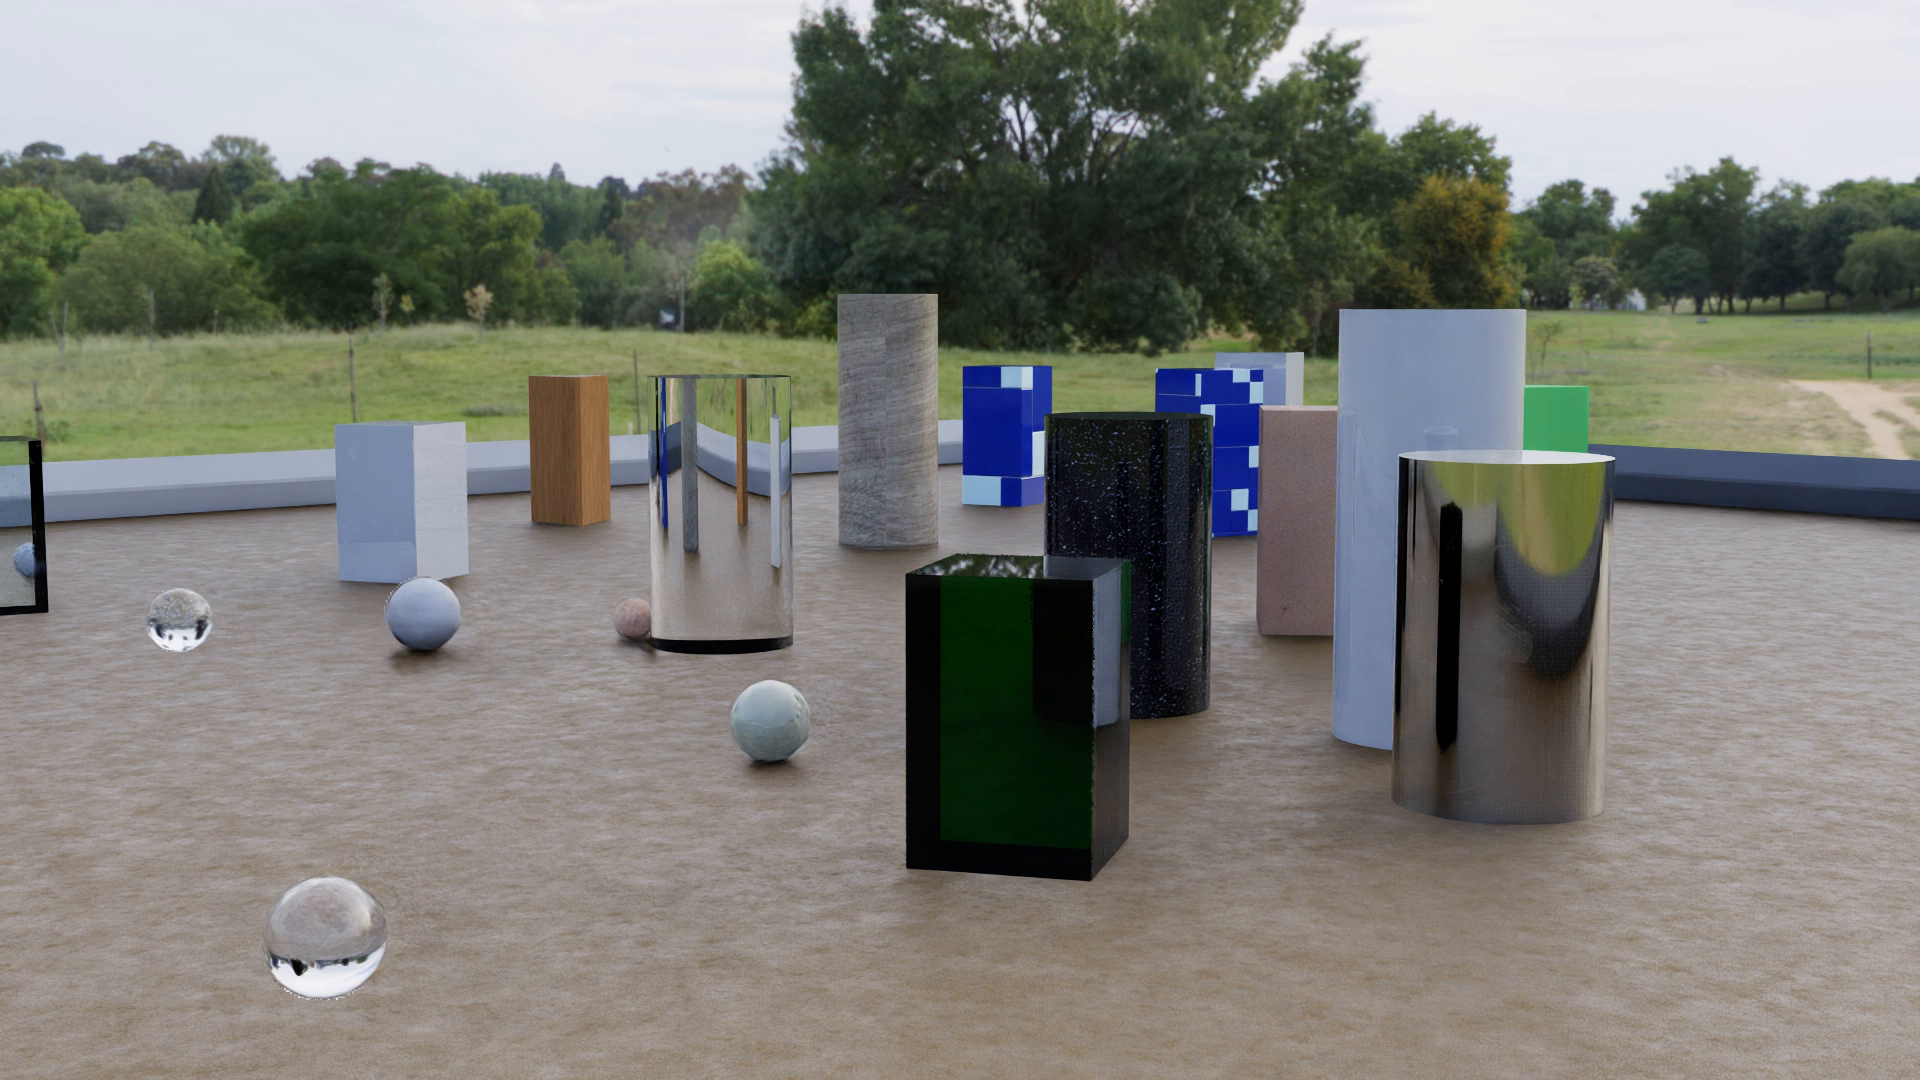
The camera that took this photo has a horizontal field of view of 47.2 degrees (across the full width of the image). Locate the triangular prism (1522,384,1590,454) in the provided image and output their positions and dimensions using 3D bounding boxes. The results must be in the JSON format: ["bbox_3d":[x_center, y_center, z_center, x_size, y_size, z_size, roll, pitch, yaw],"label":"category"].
[{"bbox_3d":[0.676,-0.021,2.772,0.163,0.347,0.141,-3,7,-25],"label":"triangular prism"}]

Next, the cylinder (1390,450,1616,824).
[{"bbox_3d":[0.486,0.081,1.975,0.188,0.312,0.188,0,6,0],"label":"cylinder"}]

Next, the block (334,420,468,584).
[{"bbox_3d":[-0.921,-0.066,3.632,0.150,0.255,0.150,2,6,20],"label":"block"}]

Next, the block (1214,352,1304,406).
[{"bbox_3d":[0.627,-0.218,4.616,0.150,0.350,0.150,2,7,22],"label":"block"}]

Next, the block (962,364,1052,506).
[{"bbox_3d":[0.108,-0.241,5.016,0.150,0.312,0.150,3,7,29],"label":"block"}]

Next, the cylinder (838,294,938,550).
[{"bbox_3d":[-0.135,-0.225,4.124,0.188,0.469,0.188,0,6,0],"label":"cylinder"}]

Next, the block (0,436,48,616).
[{"bbox_3d":[-1.438,-0.021,3.228,0.150,0.252,0.150,-4,7,-33],"label":"block"}]

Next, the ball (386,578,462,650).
[{"bbox_3d":[-0.697,0.097,2.861,0.094,0.094,0.094,0,6,0],"label":"ball"}]

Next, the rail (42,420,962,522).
[{"bbox_3d":[-1.480,-0.137,4.927,4.732,0.122,0.045,-6,8,-42],"label":"rail"}]

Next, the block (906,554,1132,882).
[{"bbox_3d":[0.050,0.139,1.791,0.150,0.236,0.150,2,6,16],"label":"block"}]

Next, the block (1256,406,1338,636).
[{"bbox_3d":[0.492,-0.030,3.054,0.150,0.306,0.150,1,6,5],"label":"block"}]

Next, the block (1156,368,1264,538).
[{"bbox_3d":[0.490,-0.175,4.339,0.150,0.324,0.150,-4,7,-30],"label":"block"}]

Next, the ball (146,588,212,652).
[{"bbox_3d":[-1.012,0.104,2.850,0.082,0.082,0.082,0,6,0],"label":"ball"}]

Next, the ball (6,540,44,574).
[{"bbox_3d":[-1.569,0.027,3.691,0.058,0.058,0.058,0,6,0],"label":"ball"}]

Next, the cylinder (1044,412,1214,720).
[{"bbox_3d":[0.187,0.023,2.462,0.188,0.325,0.188,0,6,0],"label":"cylinder"}]

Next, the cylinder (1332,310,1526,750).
[{"bbox_3d":[0.484,-0.016,2.275,0.188,0.442,0.188,0,6,0],"label":"cylinder"}]

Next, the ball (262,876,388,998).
[{"bbox_3d":[-0.411,0.257,1.423,0.078,0.078,0.078,0,6,0],"label":"ball"}]

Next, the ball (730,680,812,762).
[{"bbox_3d":[-0.186,0.178,2.163,0.080,0.080,0.080,0,6,0],"label":"ball"}]

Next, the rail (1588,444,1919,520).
[{"bbox_3d":[1.722,-0.135,4.912,0.045,0.122,4.411,-6,8,-42],"label":"rail"}]

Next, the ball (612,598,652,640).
[{"bbox_3d":[-0.438,0.106,2.957,0.056,0.056,0.056,0,6,0],"label":"ball"}]

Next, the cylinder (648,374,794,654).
[{"bbox_3d":[-0.315,-0.038,2.902,0.188,0.354,0.188,0,6,0],"label":"cylinder"}]

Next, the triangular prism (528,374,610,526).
[{"bbox_3d":[-0.790,-0.191,4.591,0.163,0.303,0.141,5,8,42],"label":"triangular prism"}]
